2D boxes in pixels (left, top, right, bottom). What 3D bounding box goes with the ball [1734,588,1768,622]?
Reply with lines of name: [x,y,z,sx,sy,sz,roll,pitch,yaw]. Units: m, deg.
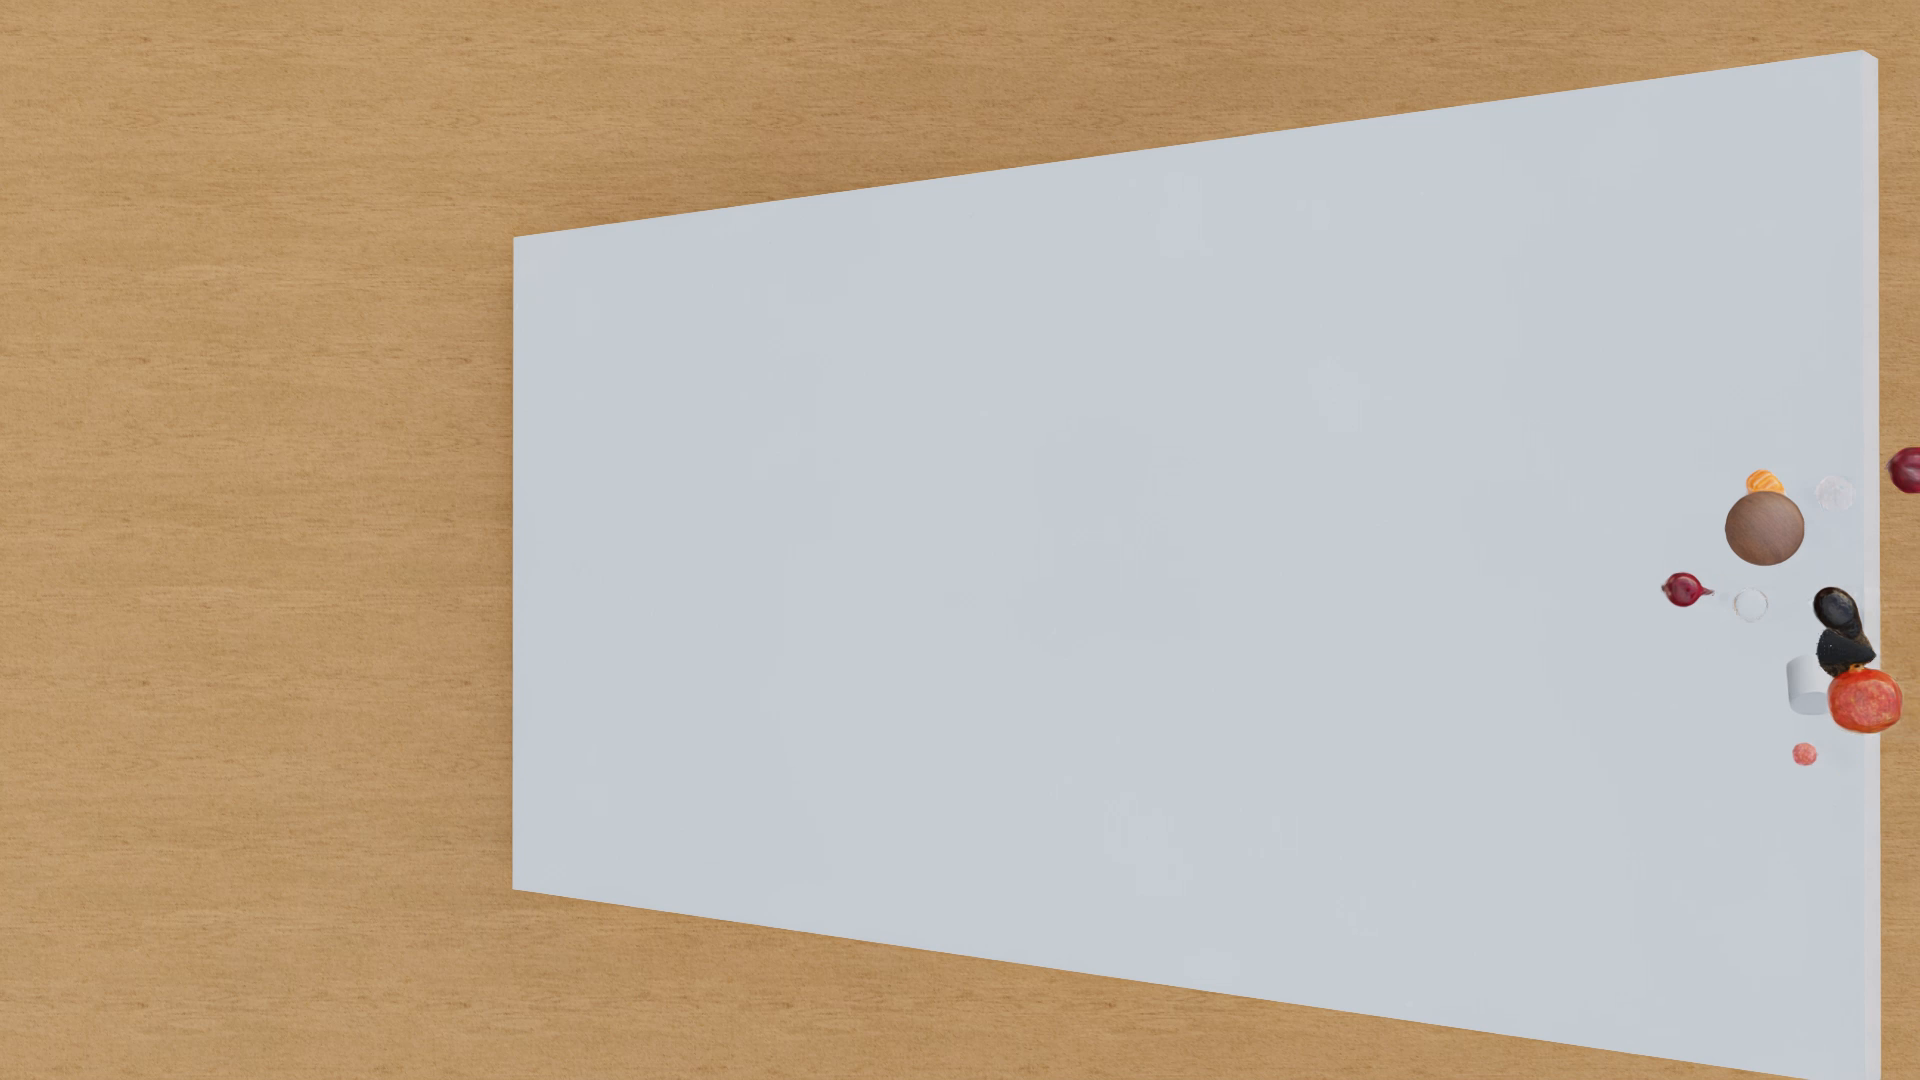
ball: [1.478,0.121,4.108,0.060,0.060,0.060,0,90,0]

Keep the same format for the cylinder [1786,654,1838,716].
cylinder: [1.569,0.267,4.051,0.082,0.082,0.082,10,55,0]

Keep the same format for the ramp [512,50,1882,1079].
ramp: [0.217,0.062,5.532,4.000,0.100,2.000,0,90,39]

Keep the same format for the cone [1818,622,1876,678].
cone: [1.437,0.180,3.512,0.093,0.093,0.093,0,92,-10]
